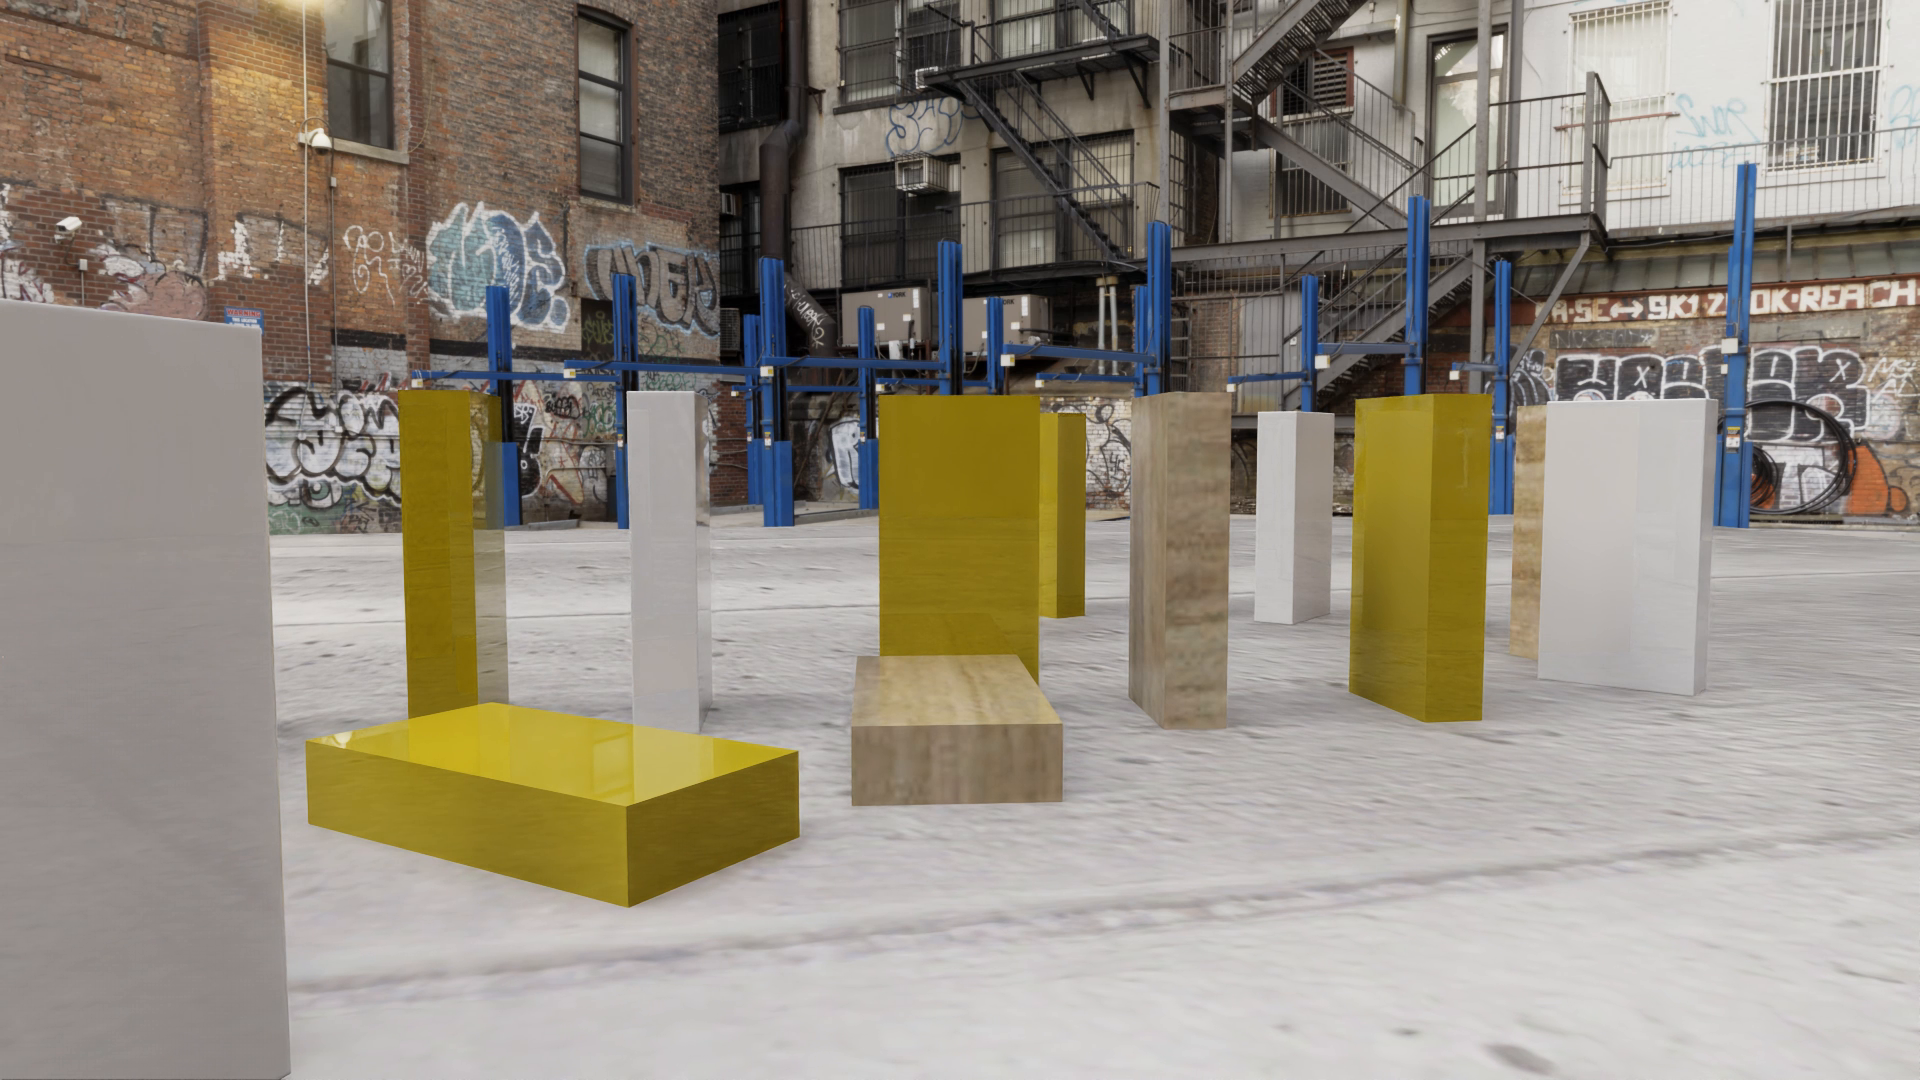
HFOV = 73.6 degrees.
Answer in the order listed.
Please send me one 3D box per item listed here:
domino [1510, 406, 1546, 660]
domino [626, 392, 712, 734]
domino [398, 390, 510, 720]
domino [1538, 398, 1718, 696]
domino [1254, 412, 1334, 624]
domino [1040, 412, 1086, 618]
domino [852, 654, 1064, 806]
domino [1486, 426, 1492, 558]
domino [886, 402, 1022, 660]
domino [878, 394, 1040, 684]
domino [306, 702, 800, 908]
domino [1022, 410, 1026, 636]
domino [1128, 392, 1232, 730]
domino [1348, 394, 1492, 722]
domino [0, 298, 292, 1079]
[{"bbox_3d":[0.125,-0.002,0.257,0.025,0.050,0.009,-1,4,-15],"label":"domino"},{"bbox_3d":[-0.044,0.003,0.198,0.009,0.050,0.025,0,4,-7],"label":"domino"},{"bbox_3d":[-0.076,0.003,0.194,0.009,0.050,0.025,-1,4,-10],"label":"domino"},{"bbox_3d":[0.117,0.001,0.226,0.025,0.050,0.009,4,6,41],"label":"domino"},{"bbox_3d":[0.082,-0.006,0.313,0.009,0.050,0.025,3,5,36],"label":"domino"},{"bbox_3d":[0.019,-0.007,0.323,0.009,0.050,0.025,-3,5,-38],"label":"domino"},{"bbox_3d":[-0.002,0.025,0.176,0.025,0.009,0.050,0,4,-4],"label":"domino"},{"bbox_3d":[0.108,-0.004,0.289,0.025,0.050,0.009,-3,5,-38],"label":"domino"},{"bbox_3d":[-0.001,-0.001,0.243,0.025,0.050,0.009,0,4,-1],"label":"domino"},{"bbox_3d":[0.000,0.002,0.205,0.025,0.050,0.010,0,4,-4],"label":"domino"},{"bbox_3d":[-0.045,0.027,0.141,0.050,0.009,0.025,3,5,31],"label":"domino"},{"bbox_3d":[0.001,-0.004,0.283,0.025,0.050,0.010,1,4,11],"label":"domino"},{"bbox_3d":[0.034,0.002,0.202,0.009,0.050,0.025,0,4,-5],"label":"domino"},{"bbox_3d":[0.074,0.002,0.207,0.009,0.050,0.025,-1,4,-10],"label":"domino"},{"bbox_3d":[-0.053,0.012,0.074,0.009,0.050,0.025,1,4,14],"label":"domino"}]
